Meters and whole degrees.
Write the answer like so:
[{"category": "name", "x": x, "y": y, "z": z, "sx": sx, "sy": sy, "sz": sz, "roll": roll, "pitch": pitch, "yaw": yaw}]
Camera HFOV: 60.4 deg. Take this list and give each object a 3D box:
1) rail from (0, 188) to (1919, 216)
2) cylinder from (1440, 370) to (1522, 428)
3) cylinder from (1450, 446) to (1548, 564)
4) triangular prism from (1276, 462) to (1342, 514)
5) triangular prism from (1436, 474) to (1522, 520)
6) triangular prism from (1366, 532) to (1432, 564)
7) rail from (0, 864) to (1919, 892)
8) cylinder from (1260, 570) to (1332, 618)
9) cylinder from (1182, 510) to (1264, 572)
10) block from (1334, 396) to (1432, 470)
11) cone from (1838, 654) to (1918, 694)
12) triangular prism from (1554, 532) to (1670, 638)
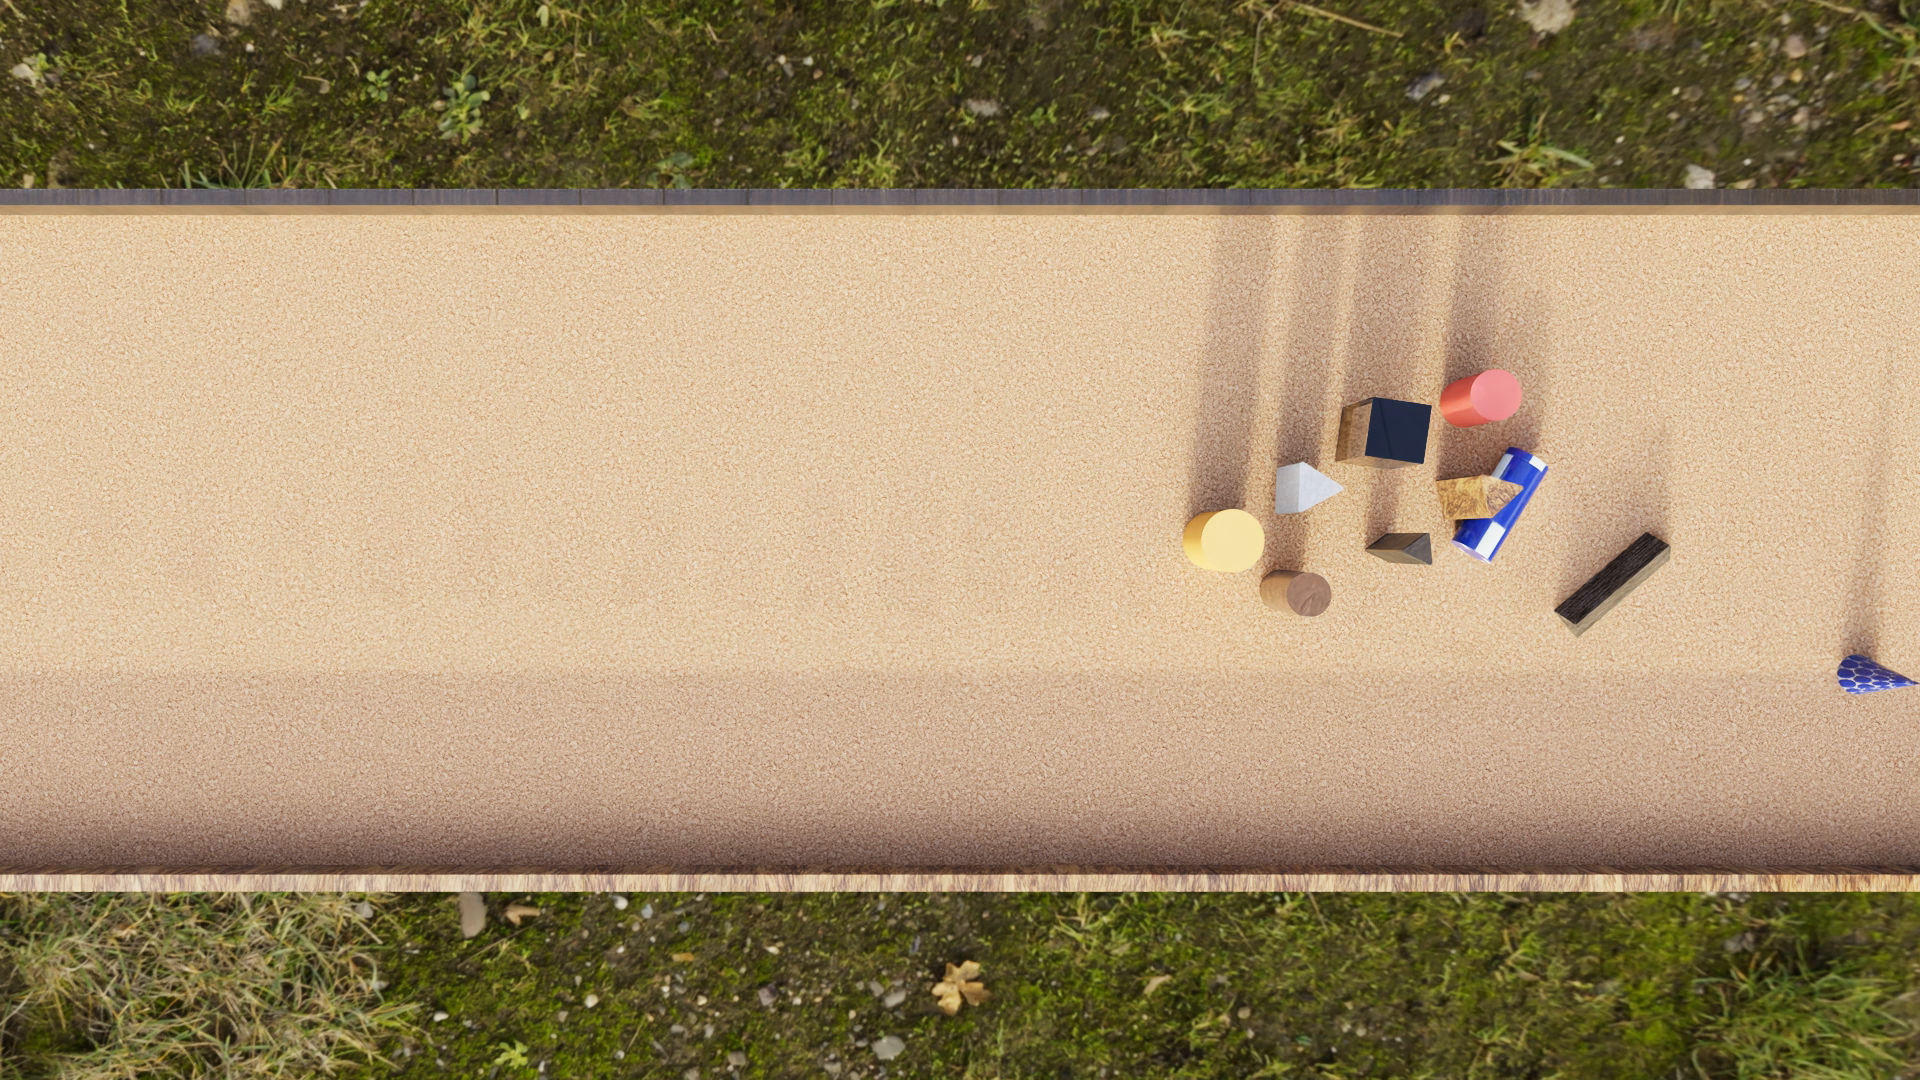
[{"category": "rail", "x": -2.247, "y": -1.025, "z": 5.002, "sx": 12.000, "sy": 0.150, "sz": 0.050, "roll": 0, "pitch": 90, "yaw": 0}, {"category": "cylinder", "x": 1.552, "y": -0.420, "z": 4.925, "sx": 0.149, "sy": 0.303, "sz": 0.149, "roll": 0, "pitch": 90, "yaw": 0}, {"category": "cylinder", "x": 1.639, "y": -0.106, "z": 5.009, "sx": 0.135, "sy": 0.135, "sz": 0.334, "roll": 32, "pitch": 90, "yaw": 0}, {"category": "triangular prism", "x": 1.007, "y": -0.169, "z": 4.901, "sx": 0.143, "sy": 0.352, "sz": 0.123, "roll": -28, "pitch": 90, "yaw": 0}, {"category": "triangular prism", "x": 1.500, "y": -0.144, "z": 4.852, "sx": 0.124, "sy": 0.448, "sz": 0.107, "roll": -43, "pitch": 90, "yaw": 0}, {"category": "triangular prism", "x": 1.301, "y": 0.015, "z": 4.855, "sx": 0.090, "sy": 0.443, "sz": 0.078, "roll": 25, "pitch": 90, "yaw": 0}, {"category": "rail", "x": -2.247, "y": 1.025, "z": 5.001, "sx": 12.000, "sy": 0.150, "sz": 0.050, "roll": 0, "pitch": 90, "yaw": 0}, {"category": "cylinder", "x": 0.985, "y": 0.155, "z": 4.865, "sx": 0.127, "sy": 0.424, "sz": 0.127, "roll": 0, "pitch": 90, "yaw": 0}, {"category": "cylinder", "x": 0.775, "y": 0.002, "z": 4.881, "sx": 0.180, "sy": 0.392, "sz": 0.180, "roll": 0, "pitch": 90, "yaw": 0}, {"category": "block", "x": 1.249, "y": -0.312, "z": 4.889, "sx": 0.170, "sy": 0.376, "sz": 0.170, "roll": 8, "pitch": 90, "yaw": 0}, {"category": "cone", "x": 2.761, "y": 0.414, "z": 4.909, "sx": 0.123, "sy": 0.336, "sz": 0.123, "roll": 0, "pitch": 90, "yaw": 0}, {"category": "triangular prism", "x": 2.004, "y": 0.139, "z": 5.026, "sx": 0.373, "sy": 0.095, "sz": 0.110, "roll": -40, "pitch": 90, "yaw": 0}]
